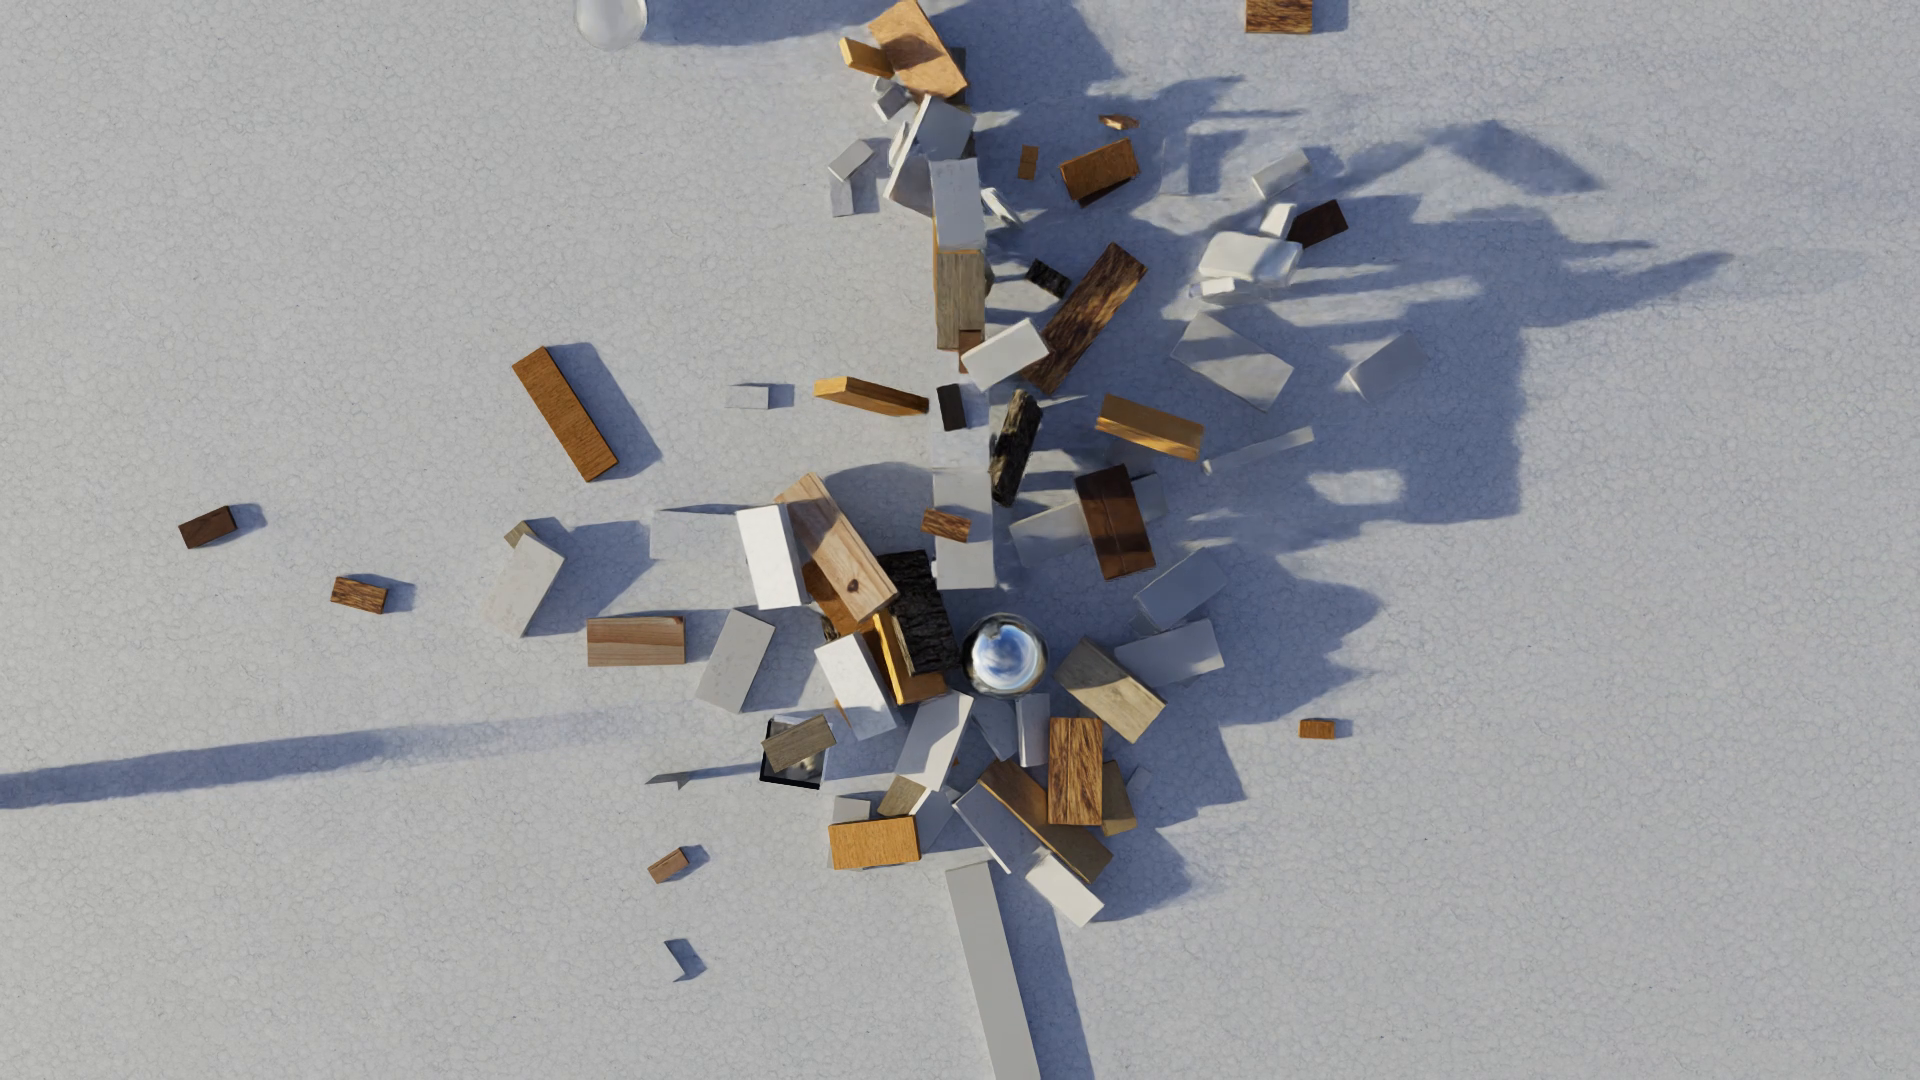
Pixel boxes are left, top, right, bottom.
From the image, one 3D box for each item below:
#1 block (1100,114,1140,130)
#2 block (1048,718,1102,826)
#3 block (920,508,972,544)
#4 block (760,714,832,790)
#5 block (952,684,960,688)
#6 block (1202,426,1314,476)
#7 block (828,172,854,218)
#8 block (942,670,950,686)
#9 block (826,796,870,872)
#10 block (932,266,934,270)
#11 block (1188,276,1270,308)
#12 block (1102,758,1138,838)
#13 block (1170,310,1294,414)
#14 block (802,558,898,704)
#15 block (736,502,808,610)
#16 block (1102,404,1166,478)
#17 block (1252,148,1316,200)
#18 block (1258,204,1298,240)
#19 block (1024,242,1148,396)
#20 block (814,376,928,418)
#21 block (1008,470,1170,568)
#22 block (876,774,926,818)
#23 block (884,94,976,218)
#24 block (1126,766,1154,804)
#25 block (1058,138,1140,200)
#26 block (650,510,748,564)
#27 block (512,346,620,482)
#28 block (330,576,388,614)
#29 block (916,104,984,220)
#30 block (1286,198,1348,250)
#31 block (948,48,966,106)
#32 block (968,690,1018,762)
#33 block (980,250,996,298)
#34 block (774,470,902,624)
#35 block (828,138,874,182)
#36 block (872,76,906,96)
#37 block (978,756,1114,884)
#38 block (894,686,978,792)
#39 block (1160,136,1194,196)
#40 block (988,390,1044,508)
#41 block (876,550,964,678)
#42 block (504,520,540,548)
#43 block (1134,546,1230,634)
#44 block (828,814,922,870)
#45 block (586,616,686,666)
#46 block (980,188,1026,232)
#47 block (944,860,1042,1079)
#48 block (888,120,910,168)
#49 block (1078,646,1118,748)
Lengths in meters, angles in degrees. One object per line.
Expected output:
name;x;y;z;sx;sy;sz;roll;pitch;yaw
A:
block;0.524;-1.376;5.423;0.072;0.144;0.020;-13;117;-19
block;0.379;0.760;5.427;0.173;0.049;0.346;1;85;1
block;-0.044;-0.044;5.085;0.146;0.021;0.073;16;89;0
block;-0.535;0.693;5.402;0.196;0.196;0.196;9;90;0
block;-0.052;0.536;5.490;0.136;0.019;0.068;-23;90;0
block;0.975;-0.293;5.413;0.346;0.173;0.049;-19;91;0
block;-0.396;-1.151;5.490;0.073;0.021;0.146;-7;90;0
block;-0.103;0.453;5.490;0.136;0.019;0.068;-4;90;0
block;-0.369;0.977;5.483;0.118;0.034;0.237;7;90;0
block;-0.056;-0.912;5.441;0.053;0.105;0.015;-40;89;22
block;0.871;-0.800;5.330;0.152;0.304;0.043;-5;88;31
block;0.498;0.856;5.467;0.116;0.033;0.231;-19;90;0
block;0.903;-0.591;5.475;0.371;0.049;0.173;31;90;0
block;-0.312;0.276;5.429;0.168;0.048;0.545;-37;88;-1
block;-0.616;0.053;5.409;0.168;0.048;0.337;-7;100;29
block;0.605;-0.323;5.482;0.249;0.035;0.125;-41;90;0
block;1.075;-1.217;5.487;0.186;0.026;0.093;-31;90;0
block;1.027;-0.995;5.446;0.031;0.108;0.229;20;90;-34
block;0.402;-0.733;5.478;0.152;0.043;0.532;38;90;0
block;-0.285;-0.461;5.325;0.337;0.169;0.048;12;81;-40
block;0.428;-0.069;5.462;0.518;0.042;0.147;-21;104;0
block;-0.142;0.778;5.471;0.118;0.034;0.340;29;93;2
block;-0.098;-1.241;5.349;0.175;0.050;0.351;19;102;-29
block;0.588;0.814;5.492;0.058;0.016;0.115;32;90;0
block;0.460;-1.222;5.432;0.242;0.034;0.121;-23;112;-2
block;-0.862;-0.009;5.477;0.319;0.045;0.159;4;90;0
block;-1.311;-0.417;5.482;0.125;0.035;0.458;-33;90;0
block;-1.999;0.184;5.488;0.171;0.024;0.086;15;90;0
block;-0.034;-1.245;5.434;0.176;0.050;0.351;-8;103;-1
block;1.169;-1.038;5.485;0.217;0.031;0.108;-25;90;0
block;-0.030;-1.538;5.487;0.095;0.027;0.191;1;90;0
block;0.119;0.596;5.459;0.123;0.035;0.247;-34;90;-24
block;0.036;-0.922;5.404;0.034;0.121;0.246;-19;72;-21
block;-0.402;0.020;5.380;0.164;0.046;0.517;-37;71;3
block;-0.361;-1.261;5.475;0.144;0.020;0.072;-43;81;-7
block;-0.234;-1.491;5.456;0.109;0.015;0.054;13;114;-31
block;0.283;0.919;5.458;0.508;0.035;0.123;43;67;0
block;-0.079;0.641;5.409;0.164;0.046;0.328;21;91;17
block;0.719;-1.242;5.487;0.093;0.026;0.186;5;90;0
block;0.174;-0.297;5.376;0.048;0.169;0.344;13;76;23
block;-0.139;0.235;5.362;0.173;0.049;0.416;-7;65;-27
block;-1.428;0.027;5.488;0.086;0.024;0.171;-41;90;0
block;0.731;0.163;5.436;0.293;0.042;0.147;-34;86;-16
block;-0.280;0.992;5.414;0.291;0.041;0.145;-9;90;13
block;-1.073;0.336;5.477;0.319;0.045;0.159;-1;90;0
block;0.140;-1.084;5.419;0.178;0.072;0.020;45;73;-31
block;0.117;1.477;5.479;0.145;0.041;0.809;-14;90;0
block;-0.200;-1.299;5.414;0.020;0.143;0.072;13;54;-18
block;0.468;0.522;5.484;0.116;0.033;0.324;14;90;0
